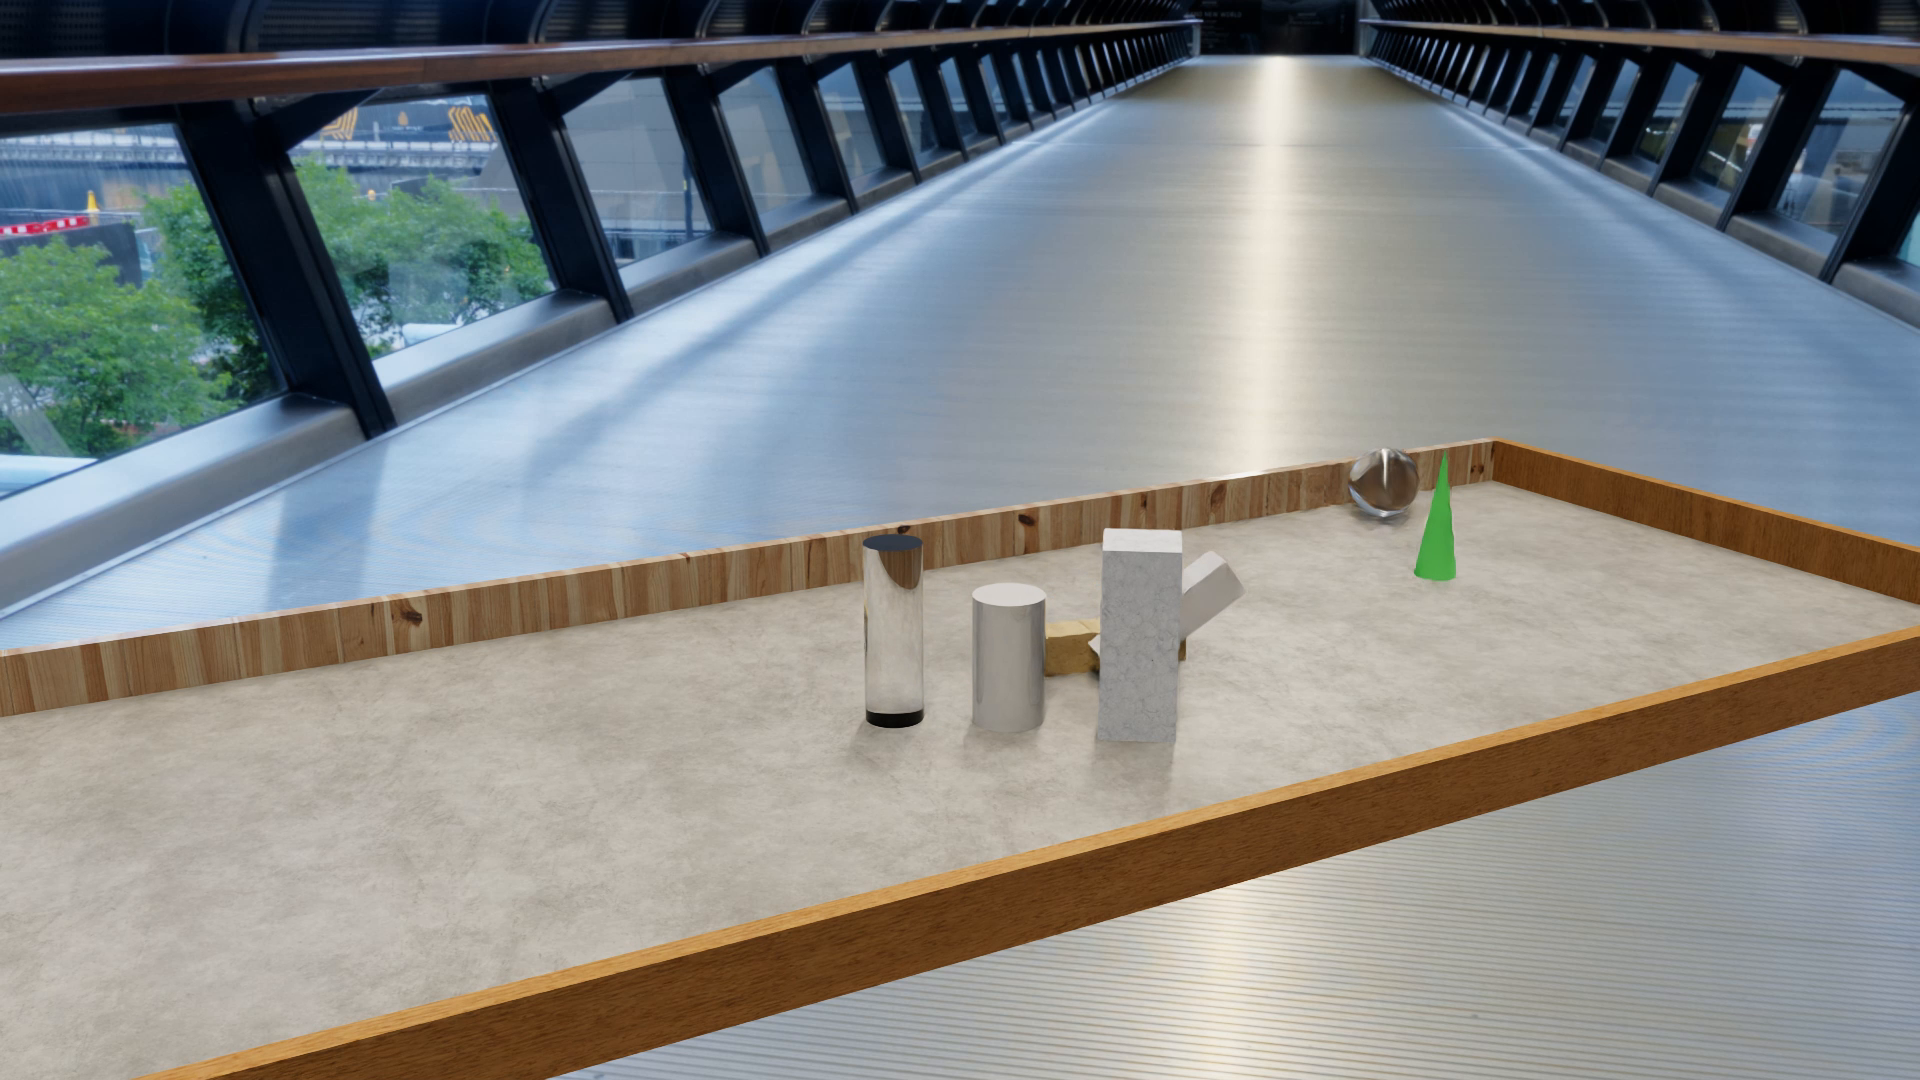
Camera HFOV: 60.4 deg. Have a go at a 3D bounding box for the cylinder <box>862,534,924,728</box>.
[{"bbox_3d":[-0.155,0.213,3.862,0.139,0.432,0.139,0,16,0],"label":"cylinder"}]

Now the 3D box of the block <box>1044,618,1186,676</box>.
[{"bbox_3d":[0.363,0.268,4.260,0.435,0.104,0.104,-5,17,-17],"label":"block"}]

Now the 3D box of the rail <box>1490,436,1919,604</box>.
[{"bbox_3d":[2.466,-0.048,5.253,0.050,0.150,2.100,-9,18,-27],"label":"rail"}]

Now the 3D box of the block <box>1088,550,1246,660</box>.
[{"bbox_3d":[0.519,0.195,4.142,0.392,0.104,0.104,-37,21,-1],"label":"block"}]

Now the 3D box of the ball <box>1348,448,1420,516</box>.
[{"bbox_3d":[1.442,-0.197,5.610,0.235,0.235,0.235,0,16,0],"label":"ball"}]

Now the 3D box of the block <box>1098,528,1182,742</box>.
[{"bbox_3d":[0.414,0.219,3.805,0.178,0.455,0.178,2,16,6],"label":"block"}]

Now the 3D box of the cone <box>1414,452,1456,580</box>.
[{"bbox_3d":[1.441,-0.085,4.946,0.124,0.394,0.124,0,16,0],"label":"cone"}]

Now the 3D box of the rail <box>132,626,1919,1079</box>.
[{"bbox_3d":[-2.336,1.006,1.665,12.000,0.150,0.050,-9,18,-27],"label":"rail"}]

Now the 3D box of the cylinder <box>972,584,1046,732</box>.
[{"bbox_3d":[0.114,0.275,3.871,0.172,0.310,0.172,0,16,0],"label":"cylinder"}]

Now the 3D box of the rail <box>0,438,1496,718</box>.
[{"bbox_3d":[-3.305,0.497,3.399,12.000,0.150,0.050,-9,18,-27],"label":"rail"}]
